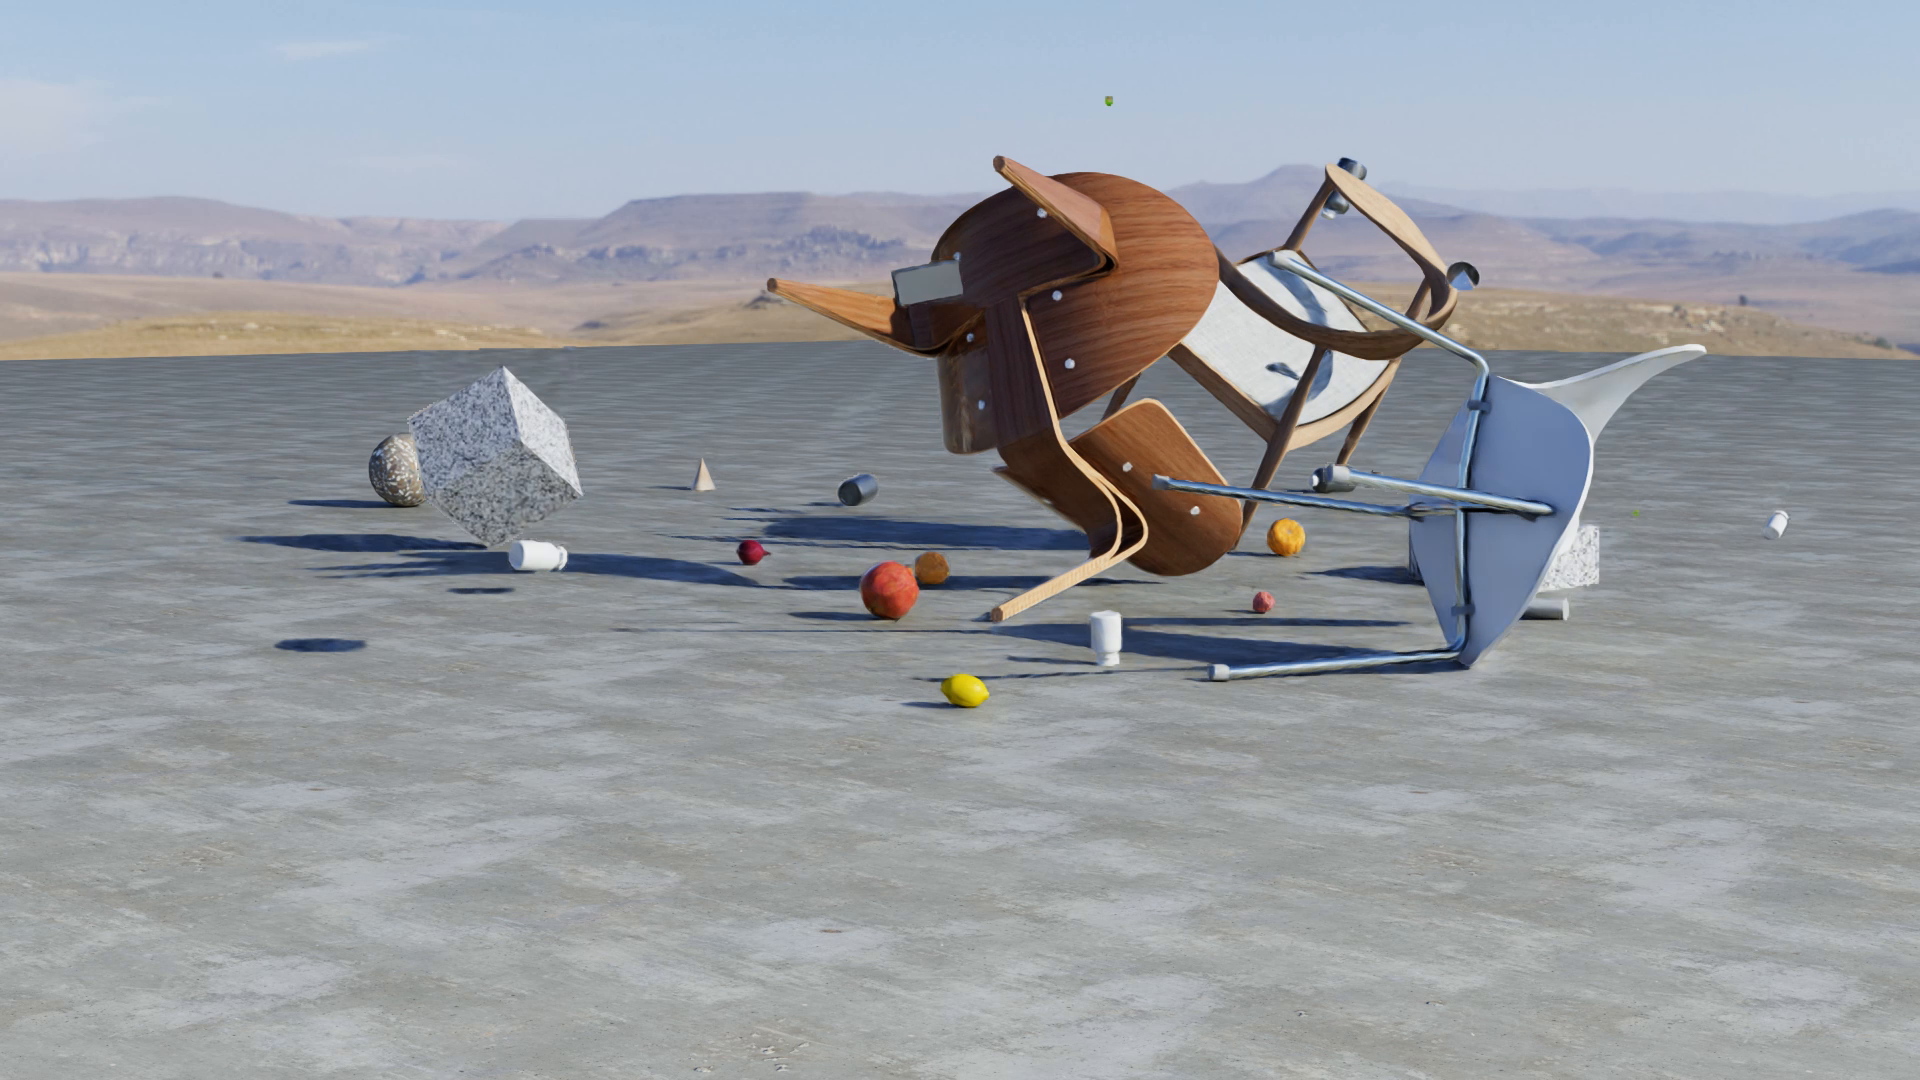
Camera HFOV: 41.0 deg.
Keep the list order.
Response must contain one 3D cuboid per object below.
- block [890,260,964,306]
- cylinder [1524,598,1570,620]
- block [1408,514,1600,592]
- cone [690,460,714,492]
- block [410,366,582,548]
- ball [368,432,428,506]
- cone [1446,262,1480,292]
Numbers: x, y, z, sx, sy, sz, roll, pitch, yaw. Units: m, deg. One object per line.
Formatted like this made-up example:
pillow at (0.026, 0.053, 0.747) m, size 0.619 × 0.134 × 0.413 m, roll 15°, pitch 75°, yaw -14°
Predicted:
block at (-0.052, -0.402, 3.998) m, size 0.099 × 0.050 × 0.121 m, roll -11°, pitch 9°, yaw -3°
cylinder at (1.130, 0.132, 4.938) m, size 0.071 × 0.039 × 0.076 m, roll 3°, pitch -2°, yaw 23°
block at (1.173, 0.027, 5.540) m, size 0.227 × 0.126 × 0.332 m, roll -5°, pitch 8°, yaw -41°
cone at (-0.797, -0.206, 7.938) m, size 0.076 × 0.098 × 0.169 m, roll 0°, pitch 6°, yaw 3°
block at (-1.111, -0.196, 6.146) m, size 0.269 × 0.250 × 0.263 m, roll -29°, pitch -38°, yaw 10°
ball at (-1.582, -0.201, 7.330) m, size 0.212 × 0.212 × 0.212 m, roll 0°, pitch 6°, yaw 0°
cone at (1.141, -0.612, 5.816) m, size 0.072 × 0.041 × 0.098 m, roll -3°, pitch -38°, yaw 19°
